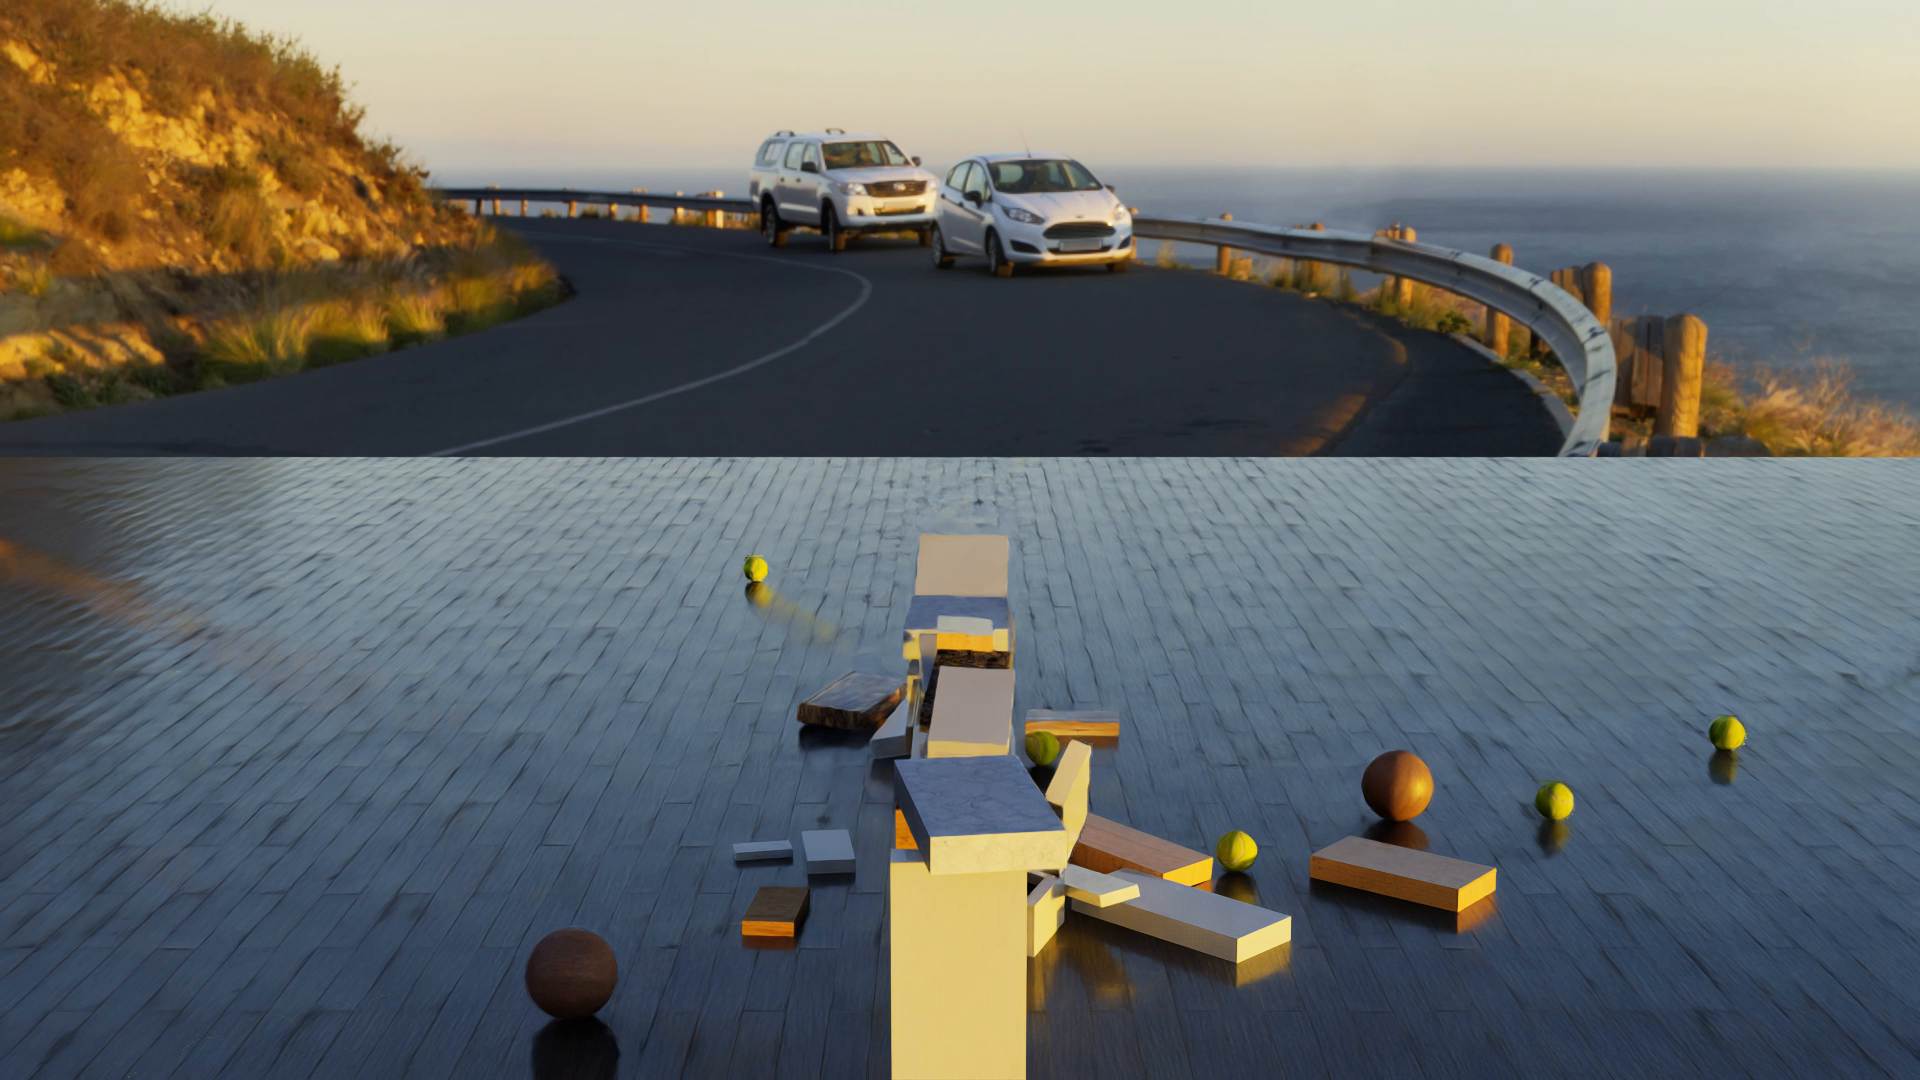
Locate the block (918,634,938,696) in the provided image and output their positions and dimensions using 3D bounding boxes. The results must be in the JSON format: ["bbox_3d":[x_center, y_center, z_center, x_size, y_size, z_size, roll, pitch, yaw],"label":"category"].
[{"bbox_3d":[-0.019,0.208,3.586,0.089,0.025,0.177,-1,28,-4],"label":"block"}]

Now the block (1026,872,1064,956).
[{"bbox_3d":[0.130,0.587,3.460,0.023,0.082,0.165,4,11,19],"label":"block"}]

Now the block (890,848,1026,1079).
[{"bbox_3d":[-0.002,0.570,2.830,0.172,0.345,0.049,0,11,0],"label":"block"}]

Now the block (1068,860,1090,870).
[{"bbox_3d":[0.190,0.565,3.757,0.060,0.017,0.120,3,11,13],"label":"block"}]

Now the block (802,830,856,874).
[{"bbox_3d":[-0.231,0.545,3.849,0.082,0.023,0.165,-1,11,-7],"label":"block"}]

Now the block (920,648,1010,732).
[{"bbox_3d":[0.010,0.234,3.408,0.115,0.033,0.230,4,24,5],"label":"block"}]

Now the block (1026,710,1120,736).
[{"bbox_3d":[0.240,0.389,4.678,0.196,0.028,0.098,1,10,5],"label":"block"}]

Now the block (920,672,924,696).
[{"bbox_3d":[-0.023,0.226,3.662,0.089,0.025,0.177,0,10,-2],"label":"block"}]

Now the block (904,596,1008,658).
[{"bbox_3d":[-0.003,0.153,3.897,0.177,0.050,0.355,0,8,1],"label":"block"}]

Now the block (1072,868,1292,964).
[{"bbox_3d":[0.351,0.597,3.522,0.337,0.039,0.138,10,15,43],"label":"block"}]

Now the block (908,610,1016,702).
[{"bbox_3d":[0.007,0.207,3.974,0.177,0.050,0.393,1,15,3],"label":"block"}]

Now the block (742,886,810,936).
[{"bbox_3d":[-0.296,0.599,3.556,0.082,0.023,0.165,1,11,5],"label":"block"}]

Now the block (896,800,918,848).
[{"bbox_3d":[-0.002,0.528,3.056,0.172,0.345,0.049,0,10,0],"label":"block"}]

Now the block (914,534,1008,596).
[{"bbox_3d":[0.002,0.119,4.290,0.177,0.050,0.355,0,38,3],"label":"block"}]

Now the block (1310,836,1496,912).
[{"bbox_3d":[0.747,0.562,3.715,0.275,0.039,0.138,8,13,38],"label":"block"}]

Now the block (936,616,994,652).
[{"bbox_3d":[0.007,0.151,3.576,0.089,0.025,0.177,3,7,-1],"label":"block"}]

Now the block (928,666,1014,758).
[{"bbox_3d":[0.019,0.259,3.270,0.115,0.033,0.230,3,25,3],"label":"block"}]

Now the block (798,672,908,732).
[{"bbox_3d":[-0.230,0.352,4.813,0.147,0.042,0.294,7,12,17],"label":"block"}]

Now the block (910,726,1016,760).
[{"bbox_3d":[0.005,0.336,3.239,0.153,0.043,0.307,0,11,0],"label":"block"}]

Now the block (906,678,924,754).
[{"bbox_3d":[-0.005,0.282,3.546,0.152,0.043,0.303,0,10,1],"label":"block"}]

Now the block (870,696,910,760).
[{"bbox_3d":[-0.074,0.378,4.565,0.147,0.042,0.294,-10,11,16],"label":"block"}]

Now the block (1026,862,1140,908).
[{"bbox_3d":[0.177,0.556,3.603,0.068,0.019,0.376,-12,4,-22],"label":"block"}]

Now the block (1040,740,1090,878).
[{"bbox_3d":[0.165,0.422,3.444,0.033,0.230,0.115,19,56,14],"label":"block"}]

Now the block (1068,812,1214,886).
[{"bbox_3d":[0.281,0.537,3.777,0.275,0.039,0.138,15,15,41],"label":"block"}]

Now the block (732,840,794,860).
[{"bbox_3d":[-0.347,0.546,3.868,0.101,0.014,0.050,-2,11,-12],"label":"block"}]

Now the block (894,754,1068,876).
[{"bbox_3d":[0.021,0.357,2.899,0.172,0.049,0.345,-2,11,-9],"label":"block"}]
